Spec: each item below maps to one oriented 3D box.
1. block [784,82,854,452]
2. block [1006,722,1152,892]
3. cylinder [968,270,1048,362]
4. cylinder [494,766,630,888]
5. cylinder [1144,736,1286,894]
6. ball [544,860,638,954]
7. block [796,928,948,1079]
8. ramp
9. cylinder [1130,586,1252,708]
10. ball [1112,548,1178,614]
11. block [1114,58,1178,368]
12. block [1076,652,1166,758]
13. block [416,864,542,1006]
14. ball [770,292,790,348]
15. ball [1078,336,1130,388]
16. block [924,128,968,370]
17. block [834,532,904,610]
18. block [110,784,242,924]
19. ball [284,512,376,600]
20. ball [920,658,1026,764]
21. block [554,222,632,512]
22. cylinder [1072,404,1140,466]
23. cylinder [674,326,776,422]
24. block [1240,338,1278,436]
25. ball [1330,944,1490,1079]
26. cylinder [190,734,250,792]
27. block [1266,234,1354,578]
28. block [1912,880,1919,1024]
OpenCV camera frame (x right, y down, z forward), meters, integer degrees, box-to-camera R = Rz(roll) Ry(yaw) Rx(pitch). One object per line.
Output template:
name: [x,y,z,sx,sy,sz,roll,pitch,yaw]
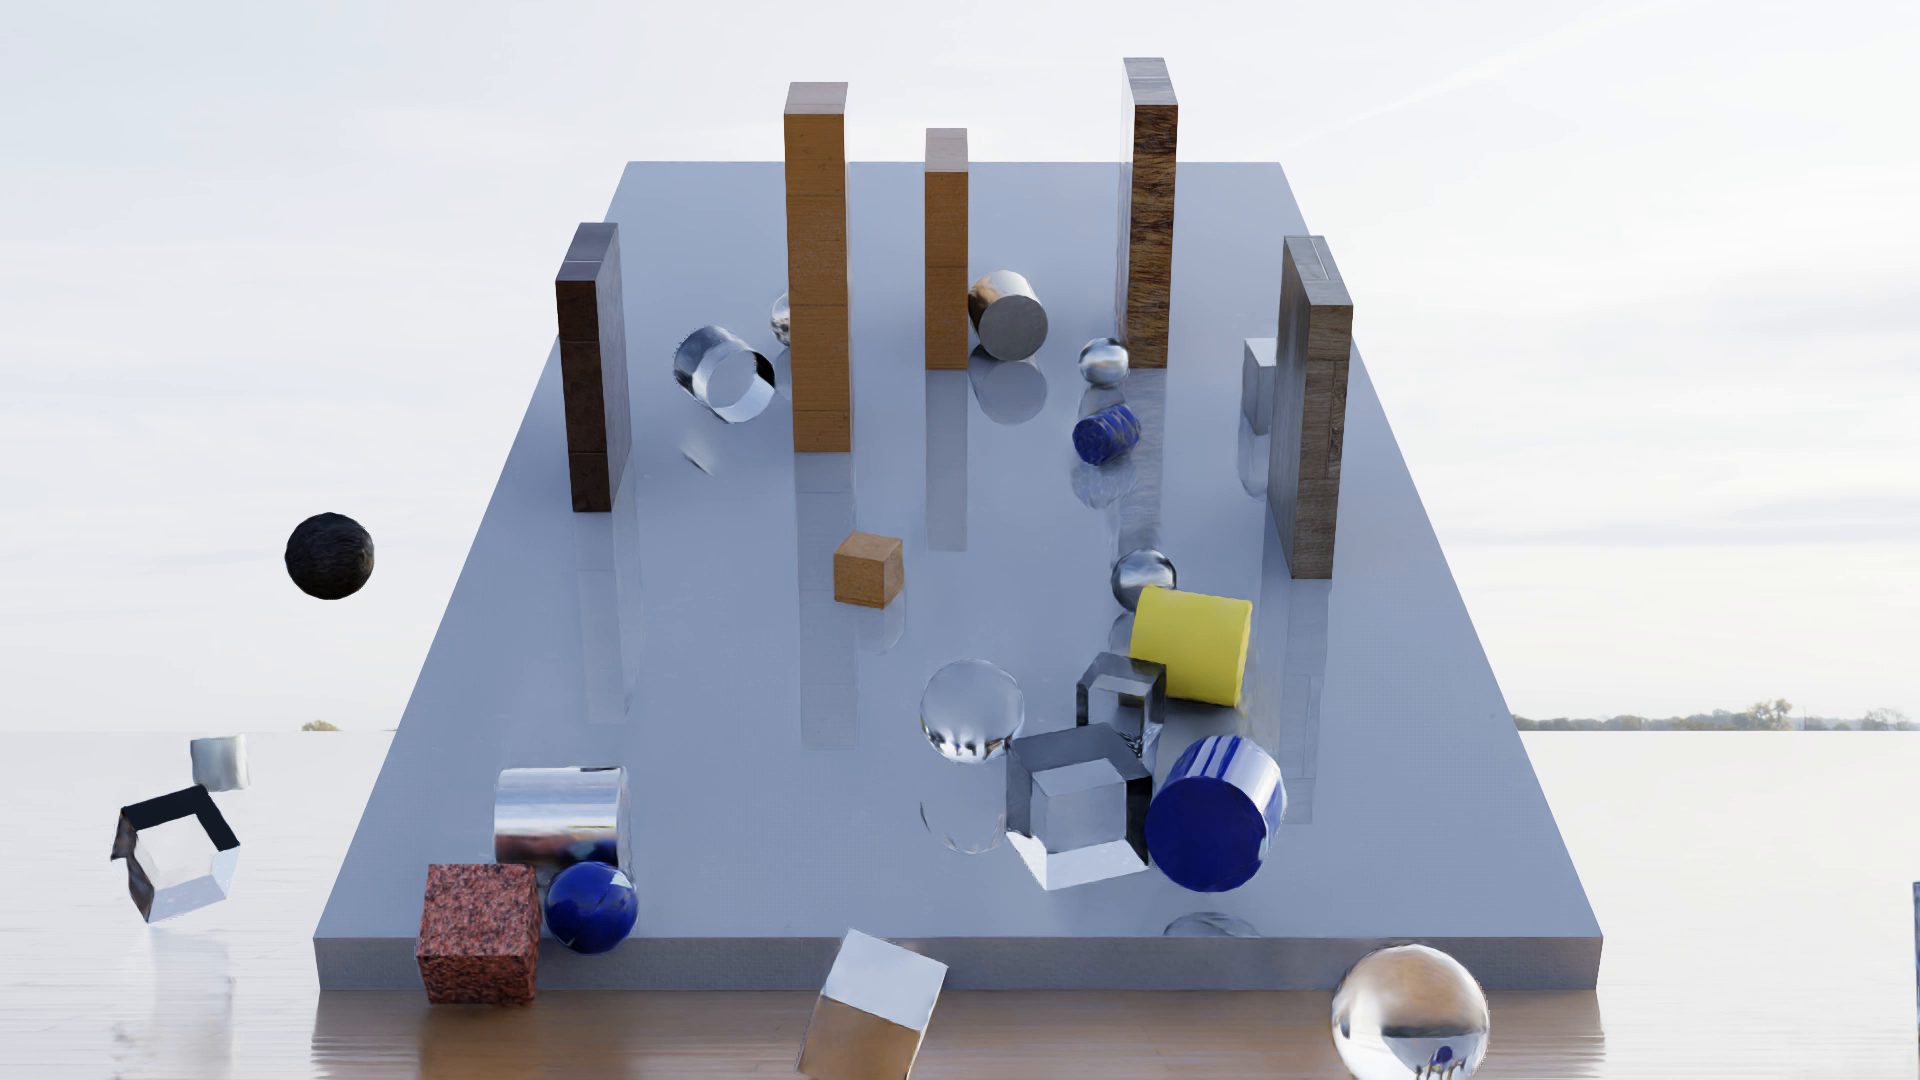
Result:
block: [-0.308,-0.601,5.235,0.127,0.777,0.251,0,26,0]
block: [0.190,0.430,3.830,0.179,0.179,0.179,-9,28,-18]
cylinder: [0.117,-0.553,5.821,0.173,0.173,0.173,1,26,-10]
cylinder: [-0.630,0.456,3.756,0.189,0.189,0.189,-1,-4,-1]
cylinder: [0.397,0.422,3.656,0.188,0.188,0.188,-1,14,17]
ball: [-0.563,0.560,3.605,0.143,0.143,0.143,0,-4,0]
block: [-0.092,0.503,2.487,0.112,0.112,0.112,20,31,4]
ramp: [-0.010,-0.228,5.472,2.000,0.100,4.000,0,26,0]
cylinder: [0.417,0.193,4.283,0.194,0.194,0.194,8,-3,11]
ball: [0.358,0.081,4.593,0.128,0.128,0.128,0,-4,0]
block: [0.453,-0.805,5.787,0.101,0.655,0.422,0,26,0]
block: [0.284,0.291,4.175,0.124,0.124,0.124,10,28,20]
block: [-0.704,0.580,3.473,0.150,0.150,0.150,1,-39,-3]
ball: [-0.399,-0.544,5.833,0.144,0.144,0.144,0,-4,0]
ball: [0.343,-0.423,5.620,0.120,0.120,0.120,0,-4,0]
block: [-0.033,-0.717,5.785,0.103,0.497,0.361,0,26,0]
block: [-0.180,0.059,4.660,0.105,0.105,0.105,9,28,17]
block: [-1.643,0.657,4.943,0.179,0.179,0.179,-16,-36,-41]
ball: [-1.345,0.035,5.043,0.187,0.187,0.187,0,-4,0]
ball: [0.021,0.297,4.092,0.184,0.184,0.184,0,-4,0]
block: [-0.781,-0.373,5.062,0.082,0.520,0.365,0,26,0]
cylinder: [0.326,-0.234,5.250,0.107,0.107,0.107,-4,17,45]
cylinder: [-0.546,-0.384,5.472,0.176,0.176,0.176,3,21,-35]
block: [0.751,-0.355,5.429,0.170,0.170,0.170,-2,26,-5]
ball: [0.496,0.533,2.605,0.172,0.172,0.172,0,-4,0]
cylinder: [-1.655,0.502,5.281,0.120,0.120,0.120,-6,-5,-1]
block: [0.706,-0.274,4.797,0.081,0.585,0.405,0,26,0]
block: [1.466,0.578,3.325,0.194,0.194,0.194,-3,-5,32]
